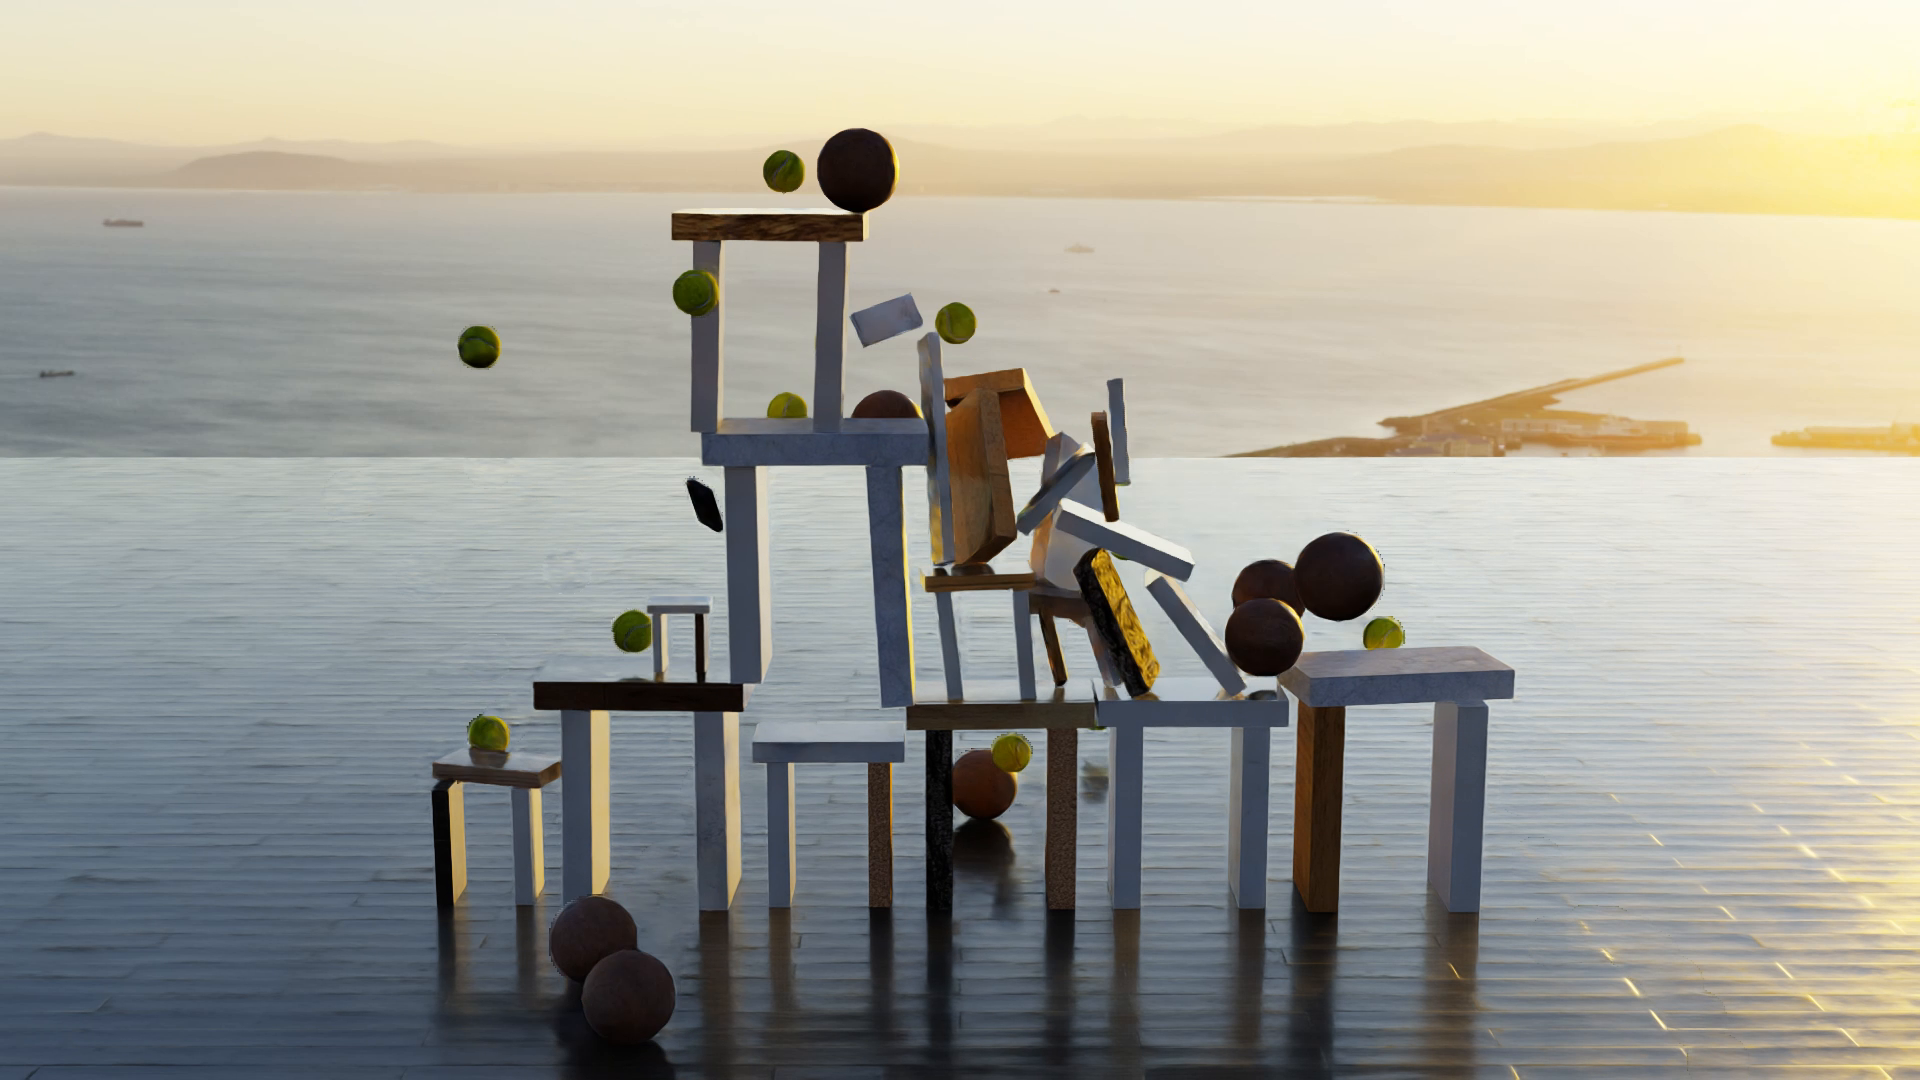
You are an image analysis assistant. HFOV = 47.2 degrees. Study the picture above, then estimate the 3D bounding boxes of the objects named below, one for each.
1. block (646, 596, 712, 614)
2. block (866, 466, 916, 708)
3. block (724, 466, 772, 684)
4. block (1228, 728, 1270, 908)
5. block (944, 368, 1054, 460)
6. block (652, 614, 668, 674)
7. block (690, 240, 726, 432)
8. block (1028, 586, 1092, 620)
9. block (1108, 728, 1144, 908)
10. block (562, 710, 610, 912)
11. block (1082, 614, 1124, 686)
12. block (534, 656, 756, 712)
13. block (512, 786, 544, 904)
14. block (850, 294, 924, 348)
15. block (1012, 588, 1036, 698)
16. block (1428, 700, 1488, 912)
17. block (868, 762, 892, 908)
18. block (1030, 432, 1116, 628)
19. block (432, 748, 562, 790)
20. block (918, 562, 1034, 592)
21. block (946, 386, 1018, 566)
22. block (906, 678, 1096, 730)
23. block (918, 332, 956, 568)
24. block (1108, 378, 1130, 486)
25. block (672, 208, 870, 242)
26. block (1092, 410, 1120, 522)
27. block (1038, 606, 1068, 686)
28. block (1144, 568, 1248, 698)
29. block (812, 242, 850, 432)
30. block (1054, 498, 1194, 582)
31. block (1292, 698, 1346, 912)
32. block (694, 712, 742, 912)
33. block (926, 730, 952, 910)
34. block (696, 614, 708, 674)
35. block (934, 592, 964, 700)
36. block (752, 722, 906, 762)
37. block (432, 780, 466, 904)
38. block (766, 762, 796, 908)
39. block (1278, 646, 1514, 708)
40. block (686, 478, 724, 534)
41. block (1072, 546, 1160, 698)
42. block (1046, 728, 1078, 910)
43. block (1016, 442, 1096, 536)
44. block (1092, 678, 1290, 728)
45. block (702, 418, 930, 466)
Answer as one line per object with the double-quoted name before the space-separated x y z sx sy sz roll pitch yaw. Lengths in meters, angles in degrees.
"block" -0.455 0.105 3.569 0.101 0.014 0.050 0 14 -1
"block" -0.112 0.058 3.569 0.050 0.393 0.177 -3 11 1
"block" -0.342 0.038 3.558 0.050 0.355 0.177 0 11 0
"block" 0.478 0.438 3.646 0.043 0.307 0.153 0 11 0
"block" 0.072 -0.213 3.819 0.138 0.039 0.275 -8 -23 11
"block" -0.489 0.161 3.584 0.014 0.101 0.050 1 14 3
"block" -0.397 -0.326 3.463 0.042 0.294 0.147 1 11 -3
"block" 0.173 0.105 3.641 0.120 0.060 0.017 7 54 6
"block" 0.274 0.438 3.646 0.043 0.307 0.153 0 11 0
"block" -0.618 0.424 3.638 0.048 0.337 0.168 2 11 1
"block" 0.234 0.180 3.603 0.017 0.120 0.060 -18 2 -12
"block" -0.513 0.235 3.601 0.337 0.048 0.168 0 11 1
"block" -0.716 0.494 3.647 0.028 0.196 0.098 0 10 0
"block" -0.143 -0.432 4.323 0.136 0.068 0.019 -23 -1 -28
"block" 0.105 0.161 3.582 0.025 0.177 0.089 -4 11 2
"block" 0.822 0.421 3.636 0.049 0.345 0.172 0 11 0
"block" -0.132 0.470 3.643 0.035 0.246 0.123 0 11 0
"block" 0.193 -0.020 3.769 0.039 0.337 0.138 -30 -54 36
"block" -0.765 0.379 3.656 0.196 0.028 0.098 3 11 17
"block" 0.027 0.060 3.571 0.177 0.025 0.089 -2 11 -8
"block" 0.026 -0.100 3.652 0.039 0.275 0.138 9 -29 -30
"block" 0.066 0.269 3.608 0.303 0.043 0.152 -1 11 1
"block" -0.039 -0.147 3.584 0.019 0.376 0.068 -2 -8 -16
"block" 0.254 -0.171 3.519 0.023 0.165 0.082 -4 -2 4
"block" -0.293 -0.494 3.443 0.294 0.042 0.147 1 11 2
"block" 0.233 -0.118 3.526 0.023 0.165 0.082 -8 13 5
"block" 0.152 0.175 3.612 0.017 0.124 0.060 -12 -12 -4
"block" 0.385 0.145 3.591 0.033 0.230 0.115 -37 6 10
"block" -0.203 -0.328 3.476 0.042 0.294 0.147 3 11 -1
"block" 0.264 -0.002 3.565 0.230 0.033 0.115 23 11 -3
"block" 0.592 0.421 3.636 0.049 0.345 0.172 0 11 0
"block" -0.400 0.424 3.638 0.048 0.337 0.168 0 11 2
"block" -0.035 0.441 3.638 0.043 0.303 0.152 0 11 -1
"block" -0.421 0.161 3.582 0.014 0.101 0.050 2 14 1
"block" -0.019 0.162 3.583 0.025 0.177 0.089 -7 11 -2
"block" -0.214 0.332 3.617 0.246 0.035 0.123 0 11 0
"block" -0.847 0.494 3.647 0.028 0.196 0.098 0 11 0
"block" -0.295 0.470 3.643 0.035 0.246 0.123 0 11 0
"block" 0.715 0.223 3.622 0.345 0.049 0.172 -2 11 -9
"block" -0.595 -0.080 5.138 0.068 0.136 0.019 29 60 29
"block" 0.257 0.131 3.582 0.033 0.230 0.115 -22 9 19
"block" 0.168 0.441 3.642 0.043 0.303 0.152 0 11 0
"block" 0.155 -0.082 3.541 0.023 0.165 0.082 41 14 -8
"block" 0.376 0.266 3.614 0.307 0.043 0.153 0 11 0
"block" -0.229 -0.158 3.507 0.355 0.050 0.177 0 11 -3
